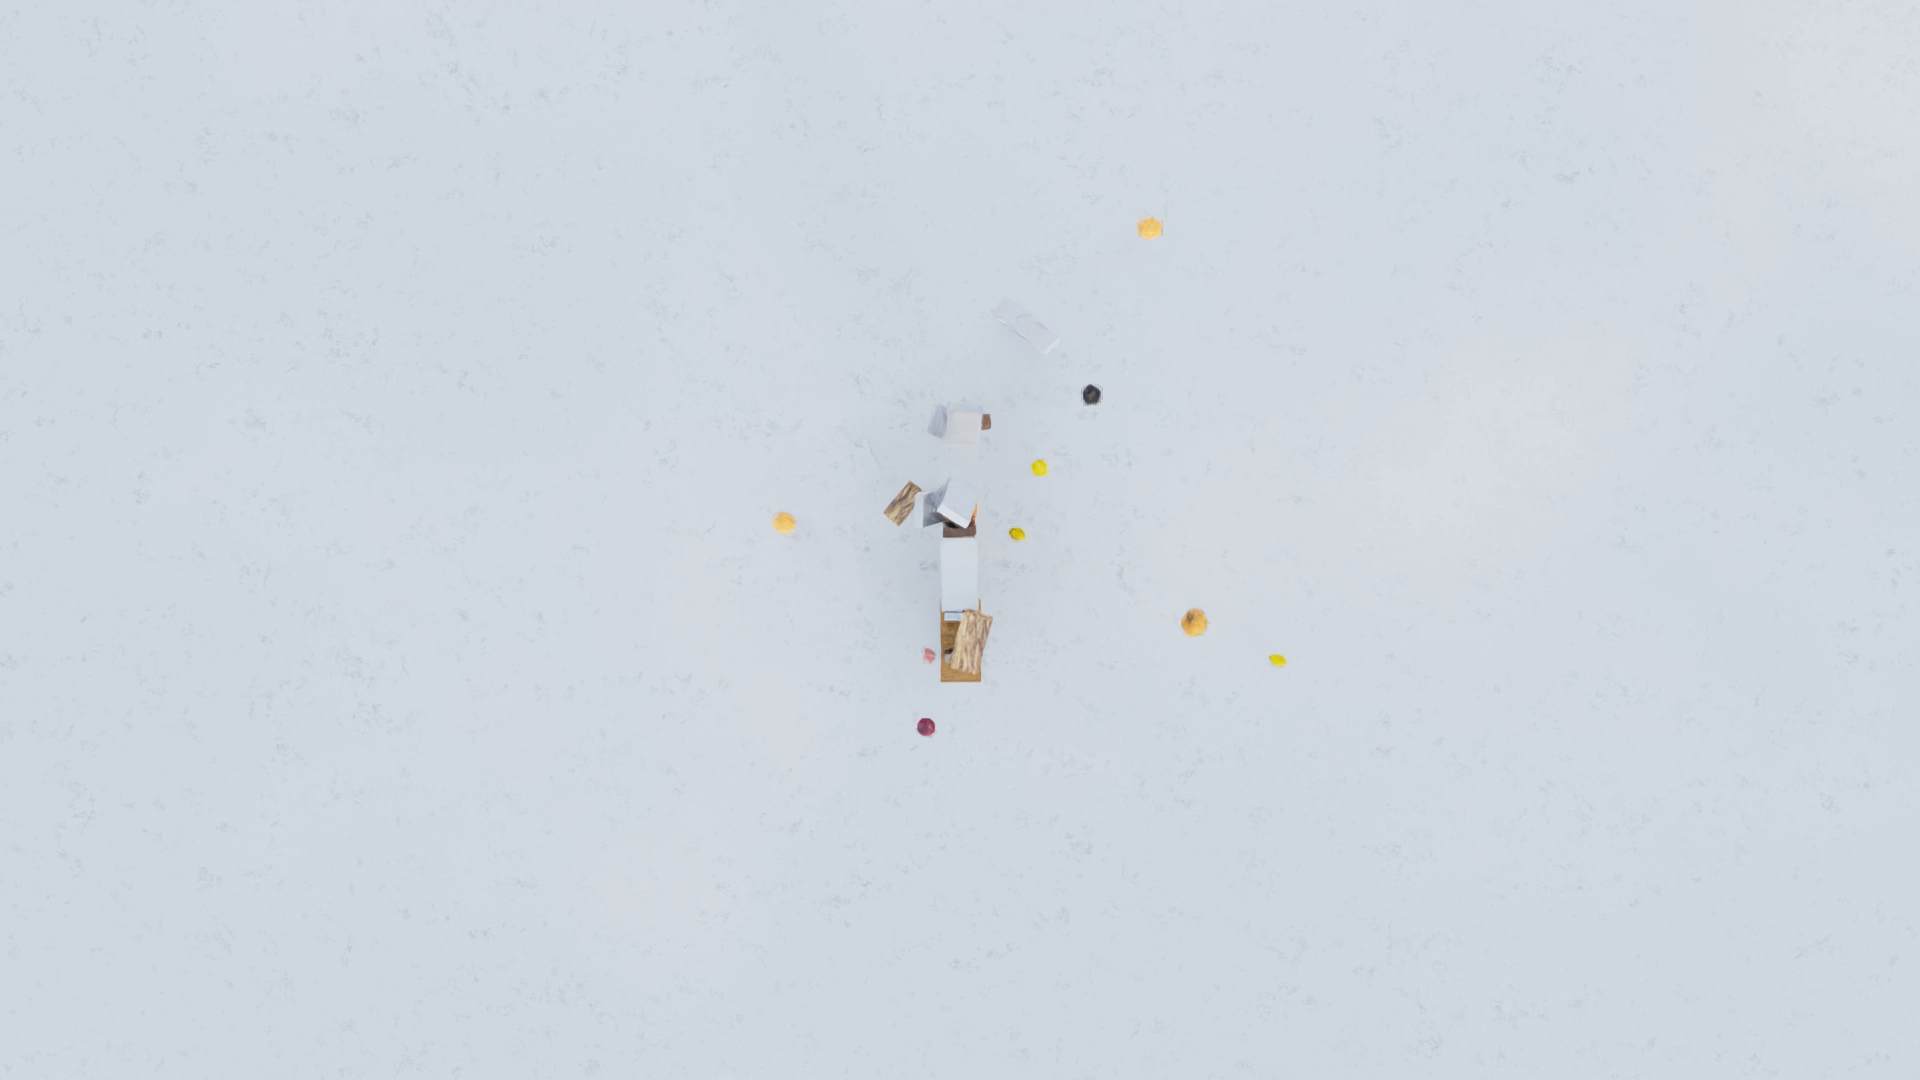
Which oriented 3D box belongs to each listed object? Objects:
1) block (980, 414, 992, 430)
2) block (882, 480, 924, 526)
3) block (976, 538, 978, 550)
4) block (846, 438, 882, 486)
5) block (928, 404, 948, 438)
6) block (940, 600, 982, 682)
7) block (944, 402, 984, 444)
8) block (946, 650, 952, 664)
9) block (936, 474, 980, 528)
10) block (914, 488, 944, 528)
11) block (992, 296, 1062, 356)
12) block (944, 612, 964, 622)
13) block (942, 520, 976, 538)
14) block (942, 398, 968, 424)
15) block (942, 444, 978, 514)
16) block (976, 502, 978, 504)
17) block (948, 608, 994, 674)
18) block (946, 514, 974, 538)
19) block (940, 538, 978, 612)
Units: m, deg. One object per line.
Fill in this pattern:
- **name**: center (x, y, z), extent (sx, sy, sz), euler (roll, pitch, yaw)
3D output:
- **block**: center (0.052, -0.391, 5.493), extent (0.102, 0.014, 0.051), euler (-5, 90, 0)
- **block**: center (-0.185, -0.121, 5.490), extent (0.072, 0.020, 0.143), euler (40, 90, 0)
- **block**: center (0.001, 0.016, 5.176), extent (0.112, 0.224, 0.032), euler (0, 92, 0)
- **block**: center (-0.319, -0.257, 5.490), extent (0.072, 0.020, 0.143), euler (-20, 90, 0)
- **block**: center (-0.070, -0.397, 5.483), extent (0.051, 0.014, 0.102), euler (18, 90, -24)
- **block**: center (0.002, 0.320, 5.222), extent (0.130, 0.037, 0.259), euler (0, 90, 0)
- **block**: center (0.012, -0.369, 5.396), extent (0.111, 0.222, 0.031), euler (7, 59, 0)
- **block**: center (0.001, 0.360, 5.112), extent (0.091, 0.183, 0.026), euler (0, 91, -1)
- **block**: center (-0.003, -0.121, 5.096), extent (0.104, 0.208, 0.029), euler (32, 120, -8)
- **block**: center (-0.094, -0.101, 5.150), extent (0.029, 0.208, 0.104), euler (5, 98, 18)
- **block**: center (0.214, -0.702, 5.394), extent (0.072, 0.020, 0.281), euler (-42, 54, -6)
- **block**: center (-0.001, 0.235, 5.112), extent (0.091, 0.183, 0.026), euler (0, 89, 0)
- **block**: center (-0.002, -0.036, 5.162), extent (0.104, 0.250, 0.029), euler (-6, 95, 0)
- **block**: center (-0.018, -0.427, 5.452), extent (0.014, 0.051, 0.102), euler (41, 57, 20)
- **block**: center (-0.001, -0.194, 5.254), extent (0.111, 0.031, 0.222), euler (1, 96, 0)
- **block**: center (0.001, -0.141, 5.388), extent (0.111, 0.222, 0.031), euler (0, 97, 0)
- **block**: center (0.032, 0.308, 5.008), extent (0.091, 0.026, 0.183), euler (17, 90, -1)
- **block**: center (-0.001, -0.021, 5.301), extent (0.093, 0.026, 0.185), euler (0, 90, 0)
- **block**: center (-0.002, 0.106, 5.047), extent (0.112, 0.032, 0.224), euler (-2, 90, 0)
